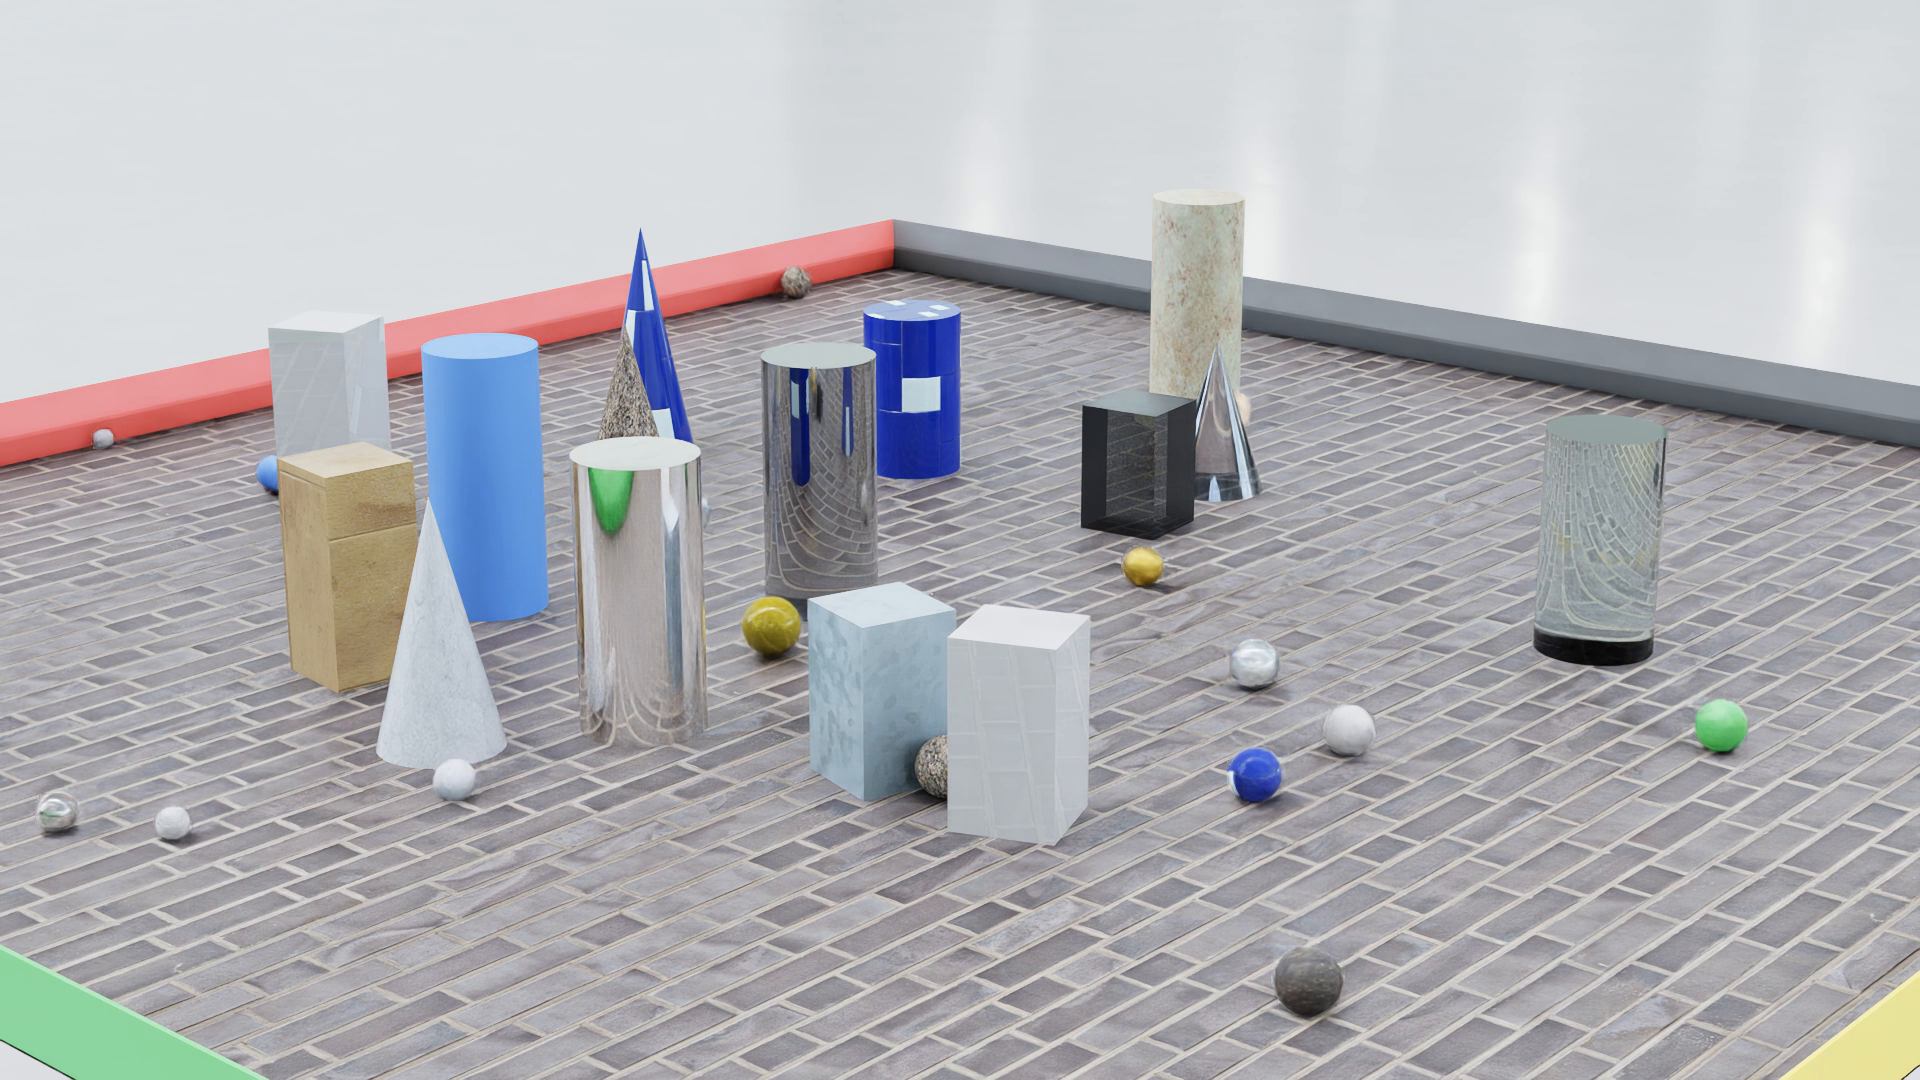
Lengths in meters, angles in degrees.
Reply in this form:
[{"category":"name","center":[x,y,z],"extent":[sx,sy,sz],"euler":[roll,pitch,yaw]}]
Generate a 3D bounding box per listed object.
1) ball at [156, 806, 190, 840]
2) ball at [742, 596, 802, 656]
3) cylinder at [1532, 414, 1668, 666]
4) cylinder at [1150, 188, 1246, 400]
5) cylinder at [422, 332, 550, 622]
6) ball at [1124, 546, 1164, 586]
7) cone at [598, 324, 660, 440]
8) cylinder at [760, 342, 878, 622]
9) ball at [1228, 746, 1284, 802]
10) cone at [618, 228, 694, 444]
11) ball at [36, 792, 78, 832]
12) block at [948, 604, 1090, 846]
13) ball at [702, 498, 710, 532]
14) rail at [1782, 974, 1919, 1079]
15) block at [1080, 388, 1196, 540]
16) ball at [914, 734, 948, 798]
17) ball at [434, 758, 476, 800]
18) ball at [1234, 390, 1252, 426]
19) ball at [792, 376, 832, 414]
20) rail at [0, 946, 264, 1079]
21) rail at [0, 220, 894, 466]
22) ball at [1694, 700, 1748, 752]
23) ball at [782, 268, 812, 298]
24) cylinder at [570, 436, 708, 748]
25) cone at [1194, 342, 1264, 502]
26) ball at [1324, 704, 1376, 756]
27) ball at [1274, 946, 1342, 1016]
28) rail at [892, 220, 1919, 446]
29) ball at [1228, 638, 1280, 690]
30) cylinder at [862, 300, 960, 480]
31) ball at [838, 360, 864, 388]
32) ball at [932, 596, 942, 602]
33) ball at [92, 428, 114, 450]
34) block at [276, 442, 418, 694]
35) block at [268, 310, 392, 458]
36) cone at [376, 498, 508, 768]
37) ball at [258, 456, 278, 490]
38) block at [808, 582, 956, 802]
[{"category":"ball","center":[-1.092,0.393,4.066],"extent":[0.047,0.047,0.047],"euler":[0,17,0]},{"category":"ball","center":[-0.309,0.142,4.809],"extent":[0.098,0.098,0.098],"euler":[0,17,0]},{"category":"cylinder","center":[1.049,-0.001,4.808],"extent":[0.196,0.372,0.196],"euler":[0,17,0]},{"category":"cylinder","center":[0.508,-0.502,6.295],"extent":[0.196,0.473,0.196],"euler":[0,17,0]},{"category":"cylinder","center":[-0.811,-0.109,5.015],"extent":[0.196,0.458,0.196],"euler":[0,17,0]},{"category":"ball","center":[0.323,0.047,5.171],"extent":[0.071,0.071,0.071],"euler":[0,17,0]},{"category":"cone","center":[-0.631,-0.232,5.574],"extent":[0.196,0.372,0.196],"euler":[0,17,0]},{"category":"cylinder","center":[-0.239,-0.100,5.017],"extent":[0.196,0.442,0.196],"euler":[0,17,0]},{"category":"ball","center":[0.424,0.335,4.203],"extent":[0.078,0.078,0.078],"euler":[0,17,0]},{"category":"cone","center":[-0.648,-0.414,6.013],"extent":[0.196,0.467,0.196],"euler":[0,17,0]},{"category":"ball","center":[-1.259,0.379,4.092],"extent":[0.057,0.057,0.057],"euler":[0,17,0]},{"category":"block","center":[0.083,0.257,4.103],"extent":[0.156,0.286,0.156],"euler":[6,18,19]},{"category":"ball","center":[-0.507,-0.047,5.462],"extent":[0.083,0.083,0.083],"euler":[0,17,0]},{"category":"rail","center":[1.510,0.410,3.865],"extent":[0.045,0.127,4.112],"euler":[14,22,39]},{"category":"block","center":[0.336,-0.144,5.514],"extent":[0.156,0.237,0.156],"euler":[11,20,32]},{"category":"ball","center":[-0.019,0.325,4.212],"extent":[0.092,0.092,0.092],"euler":[0,17,0]},{"category":"ball","center":[-0.724,0.344,4.205],"extent":[0.060,0.060,0.060],"euler":[0,17,0]},{"category":"ball","center":[0.575,-0.274,6.214],"extent":[0.084,0.084,0.084],"euler":[0,17,0]},{"category":"ball","center":[-0.320,-0.315,6.347],"extent":[0.084,0.084,0.084],"euler":[0,17,0]},{"category":"rail","center":[-1.332,0.475,3.651],"extent":[4.048,0.127,0.045],"euler":[14,22,39]},{"category":"rail","center":[-1.510,-0.347,6.376],"extent":[0.045,0.127,4.112],"euler":[14,22,39]},{"category":"ball","center":[1.141,0.278,4.393],"extent":[0.078,0.078,0.078],"euler":[0,17,0]},{"category":"ball","center":[-0.419,-0.660,7.508],"extent":[0.075,0.075,0.075],"euler":[0,17,0]},{"category":"cylinder","center":[-0.485,0.077,4.443],"extent":[0.196,0.433,0.196],"euler":[0,17,0]},{"category":"cone","center":[0.501,-0.246,5.748],"extent":[0.196,0.298,0.196],"euler":[0,17,0]},{"category":"ball","center":[0.581,0.284,4.376],"extent":[0.077,0.077,0.077],"euler":[0,17,0]},{"category":"ball","center":[0.421,0.532,3.540],"extent":[0.083,0.083,0.083],"euler":[0,17,0]},{"category":"rail","center":[1.332,-0.411,6.589],"extent":[4.048,0.127,0.045],"euler":[14,22,39]},{"category":"ball","center":[0.467,0.197,4.656],"extent":[0.081,0.081,0.081],"euler":[0,17,0]},{"category":"cylinder","center":[-0.096,-0.304,5.899],"extent":[0.196,0.323,0.196],"euler":[0,17,0]},{"category":"ball","center":[-0.241,-0.373,6.575],"extent":[0.064,0.064,0.064],"euler":[0,17,0]},{"category":"ball","center":[-0.056,0.132,4.870],"extent":[0.081,0.081,0.081],"euler":[0,17,0]},{"category":"ball","center":[-1.772,-0.209,6.068],"extent":[0.043,0.043,0.043],"euler":[0,17,0]},{"category":"block","center":[-0.975,0.042,4.697],"extent":[0.156,0.354,0.156],"euler":[-14,22,-38]},{"category":"block","center":[-1.189,-0.229,5.554],"extent":[0.156,0.378,0.156],"euler":[5,18,17]},{"category":"cone","center":[-0.782,0.123,4.367],"extent":[0.196,0.390,0.196],"euler":[0,17,0]},{"category":"ball","center":[-1.345,-0.132,5.765],"extent":[0.070,0.070,0.070],"euler":[0,17,0]},{"category":"block","center":[-0.113,0.218,4.270],"extent":[0.156,0.263,0.156],"euler":[-10,20,-31]}]
